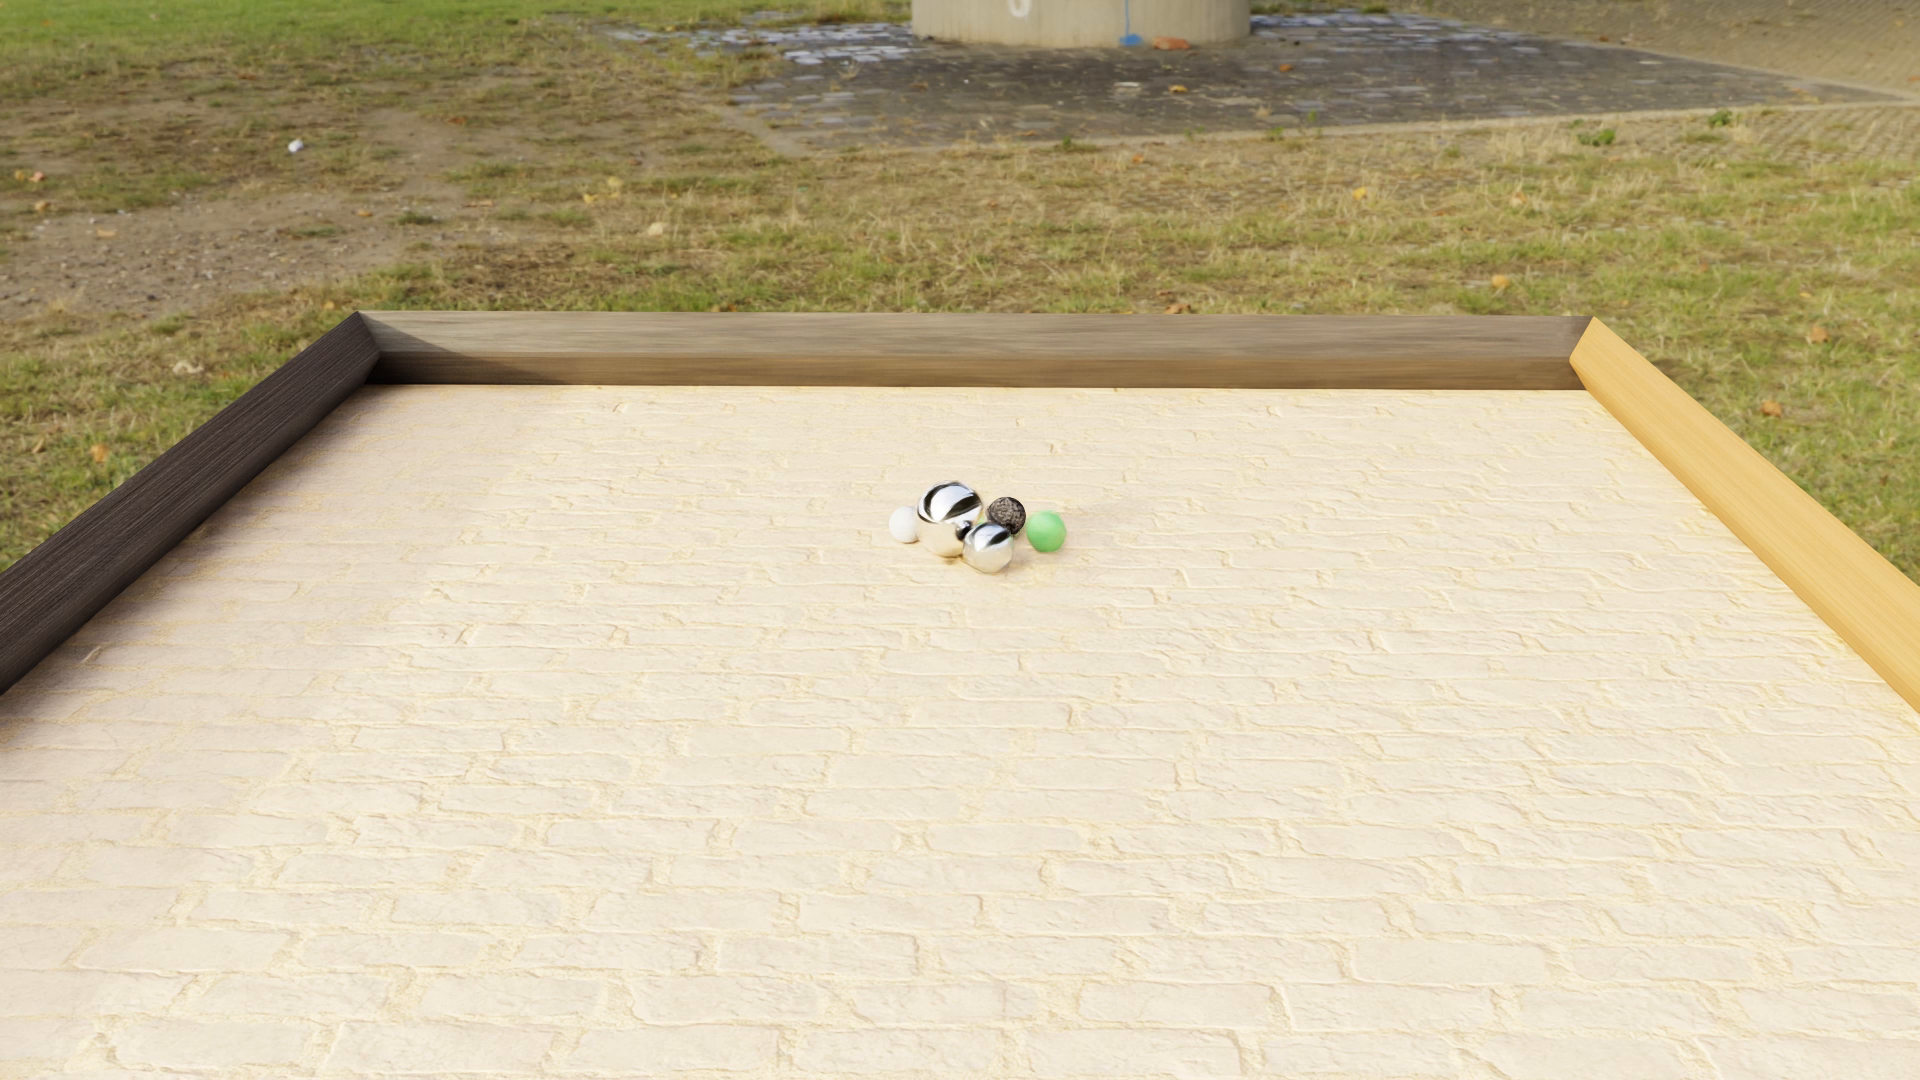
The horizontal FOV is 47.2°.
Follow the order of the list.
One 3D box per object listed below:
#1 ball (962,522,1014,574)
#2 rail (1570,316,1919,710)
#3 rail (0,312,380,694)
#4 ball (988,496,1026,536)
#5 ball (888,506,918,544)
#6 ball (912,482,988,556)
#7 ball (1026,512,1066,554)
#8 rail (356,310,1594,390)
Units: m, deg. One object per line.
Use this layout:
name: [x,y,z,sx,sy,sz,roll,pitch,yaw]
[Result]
ball: [0.033,0.010,2.622,0.061,0.061,0.061,0,18,0]
rail: [0.934,0.249,1.784,0.045,0.118,3.538,0,18,1]
rail: [-0.972,0.237,1.823,0.045,0.118,3.538,0,18,1]
ball: [0.058,-0.030,2.762,0.050,0.050,0.050,0,18,0]
ball: [-0.065,-0.019,2.735,0.047,0.047,0.047,0,18,0]
ball: [-0.012,-0.026,2.682,0.091,0.091,0.091,0,18,0]
ball: [0.106,-0.009,2.697,0.050,0.050,0.050,0,18,0]
rail: [0.019,-0.294,3.463,1.954,0.118,0.045,0,18,1]
